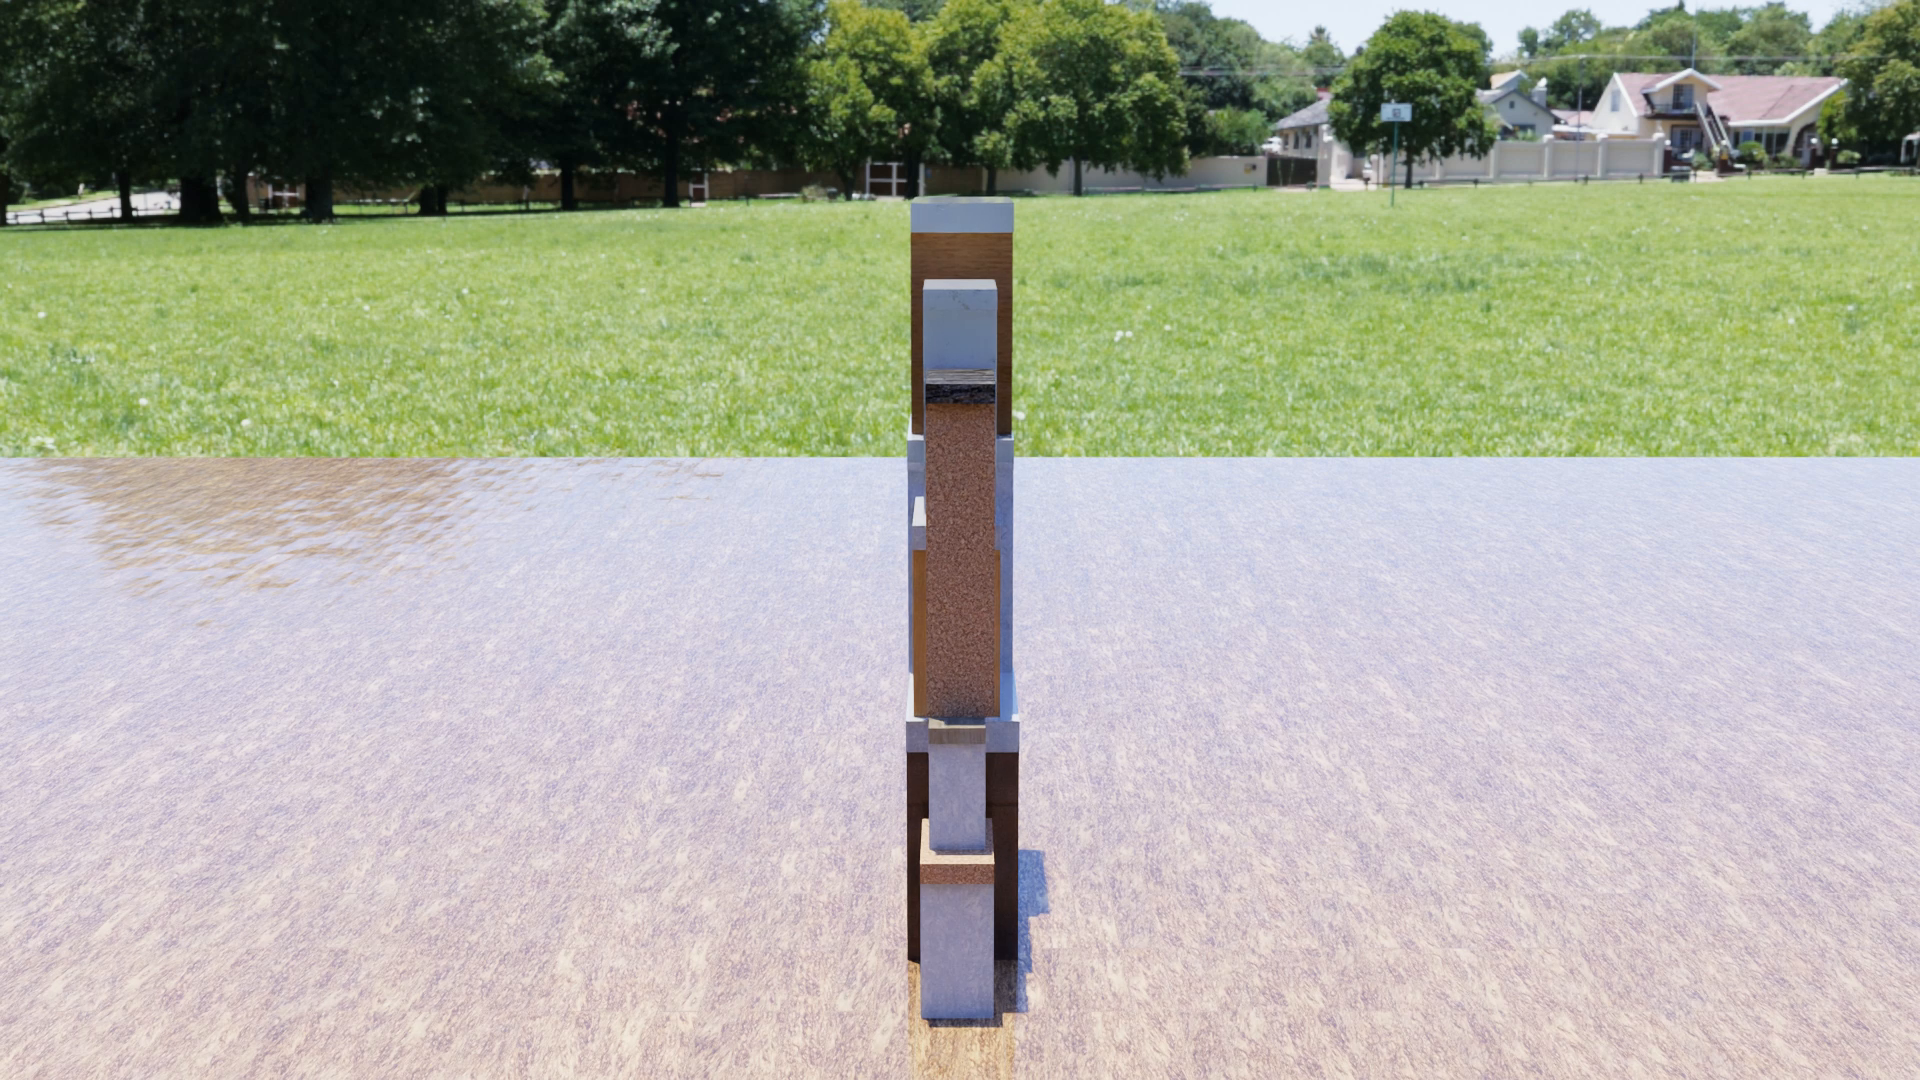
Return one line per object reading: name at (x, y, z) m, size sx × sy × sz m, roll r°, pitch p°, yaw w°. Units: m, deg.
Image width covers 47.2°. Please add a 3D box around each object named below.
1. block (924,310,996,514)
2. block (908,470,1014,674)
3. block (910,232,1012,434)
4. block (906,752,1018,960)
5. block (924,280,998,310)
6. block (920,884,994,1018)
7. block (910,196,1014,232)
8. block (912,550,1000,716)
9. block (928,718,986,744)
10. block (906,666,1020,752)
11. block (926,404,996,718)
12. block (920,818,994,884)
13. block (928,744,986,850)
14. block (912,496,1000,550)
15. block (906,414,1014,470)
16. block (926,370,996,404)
block at (0.000, -0.193, 3.300) m, size 0.109 × 0.308 × 0.031 m, roll 0°, pitch 11°, yaw 0°
block at (0.001, 0.045, 3.556) m, size 0.169 × 0.337 × 0.048 m, roll 0°, pitch 10°, yaw 0°
block at (0.002, -0.332, 3.520) m, size 0.161 × 0.322 × 0.046 m, roll 0°, pitch 11°, yaw 0°
block at (0.004, 0.473, 3.368) m, size 0.170 × 0.339 × 0.048 m, roll 0°, pitch 11°, yaw 0°
block at (0.000, -0.373, 3.340) m, size 0.109 × 0.031 × 0.219 m, roll 0°, pitch 11°, yaw 0°
block at (-0.004, 0.581, 3.148) m, size 0.104 × 0.209 × 0.030 m, roll 0°, pitch 11°, yaw 0°
block at (0.004, -0.533, 3.592) m, size 0.161 × 0.046 × 0.322 m, roll 0°, pitch 11°, yaw 0°
block at (-0.005, 0.134, 3.291) m, size 0.130 × 0.259 × 0.037 m, roll 0°, pitch 11°, yaw 0°
block at (-0.004, 0.262, 3.184) m, size 0.081 × 0.023 × 0.161 m, roll 0°, pitch 11°, yaw 0°
block at (0.004, 0.262, 3.444) m, size 0.170 × 0.048 × 0.339 m, roll 0°, pitch 11°, yaw 0°
block at (0.001, 0.028, 3.134) m, size 0.097 × 0.455 × 0.028 m, roll 0°, pitch 11°, yaw 0°
block at (-0.004, 0.451, 3.195) m, size 0.104 × 0.030 × 0.209 m, roll 0°, pitch 11°, yaw 0°
block at (-0.004, 0.362, 3.148) m, size 0.081 × 0.161 × 0.023 m, roll 0°, pitch 11°, yaw 0°
block at (-0.005, -0.027, 3.349) m, size 0.130 × 0.037 × 0.259 m, roll 0°, pitch 11°, yaw 0°
block at (0.000, -0.165, 3.633) m, size 0.169 × 0.048 × 0.338 m, roll 0°, pitch 11°, yaw 0°
block at (0.001, -0.221, 3.154) m, size 0.097 × 0.028 × 0.194 m, roll 0°, pitch 11°, yaw 0°
